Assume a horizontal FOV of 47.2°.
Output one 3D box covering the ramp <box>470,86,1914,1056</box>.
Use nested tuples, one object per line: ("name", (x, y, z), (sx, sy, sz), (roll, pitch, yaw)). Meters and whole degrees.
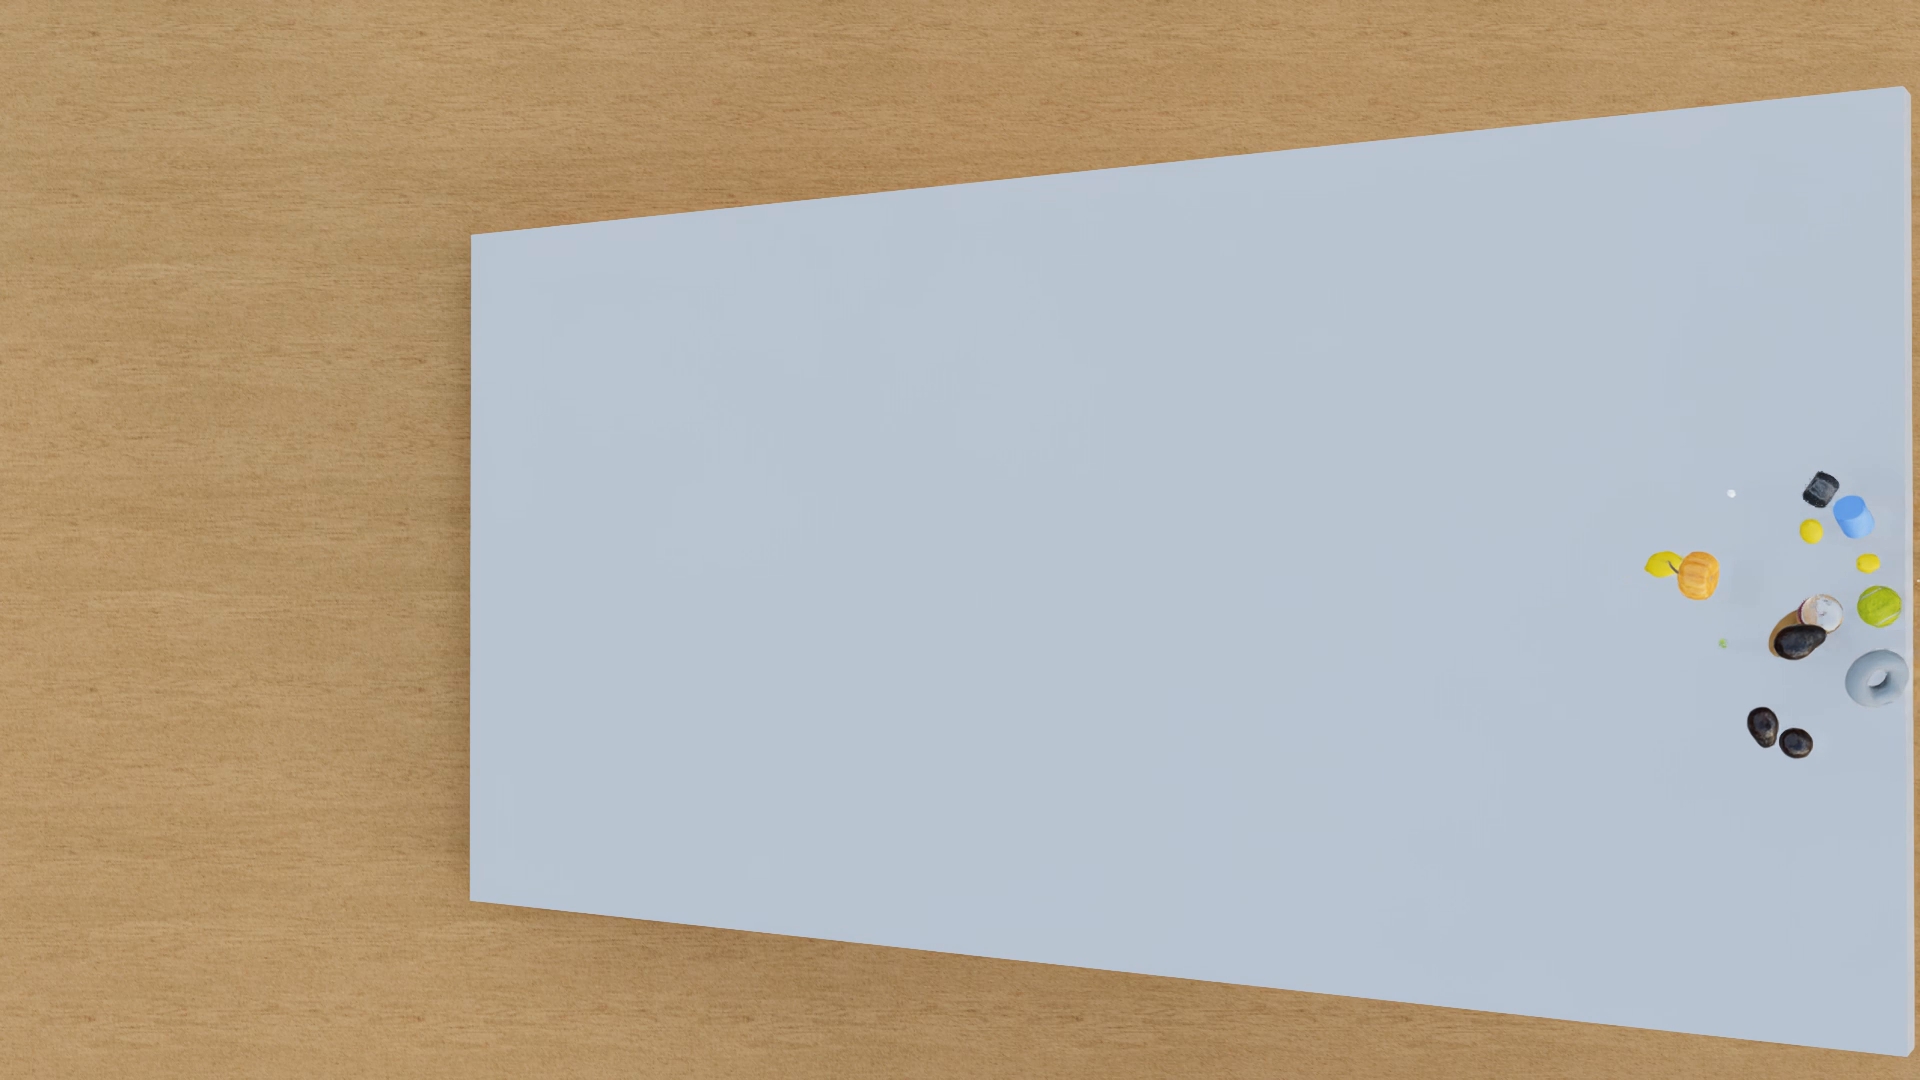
("ramp", (0.264, 0.073, 5.611), (4.000, 0.100, 2.000), (0, 89, 31))

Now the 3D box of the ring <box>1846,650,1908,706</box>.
("ring", (1.716, 0.259, 4.114), (0.118, 0.039, 0.118), (-2, 116, -5))

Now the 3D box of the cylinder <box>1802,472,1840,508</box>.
("cylinder", (1.776, -0.103, 4.535), (0.053, 0.053, 0.053), (39, 76, 0))

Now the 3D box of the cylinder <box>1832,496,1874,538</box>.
("cylinder", (1.445, -0.037, 3.555), (0.051, 0.051, 0.051), (-44, 126, 0))

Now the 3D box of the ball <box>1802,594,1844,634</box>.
("ball", (1.522, 0.131, 3.881), (0.070, 0.070, 0.070), (0, 89, 0))

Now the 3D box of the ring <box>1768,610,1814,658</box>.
("ring", (1.725, 0.194, 4.556), (0.039, 0.117, 0.117), (37, 90, -7))
